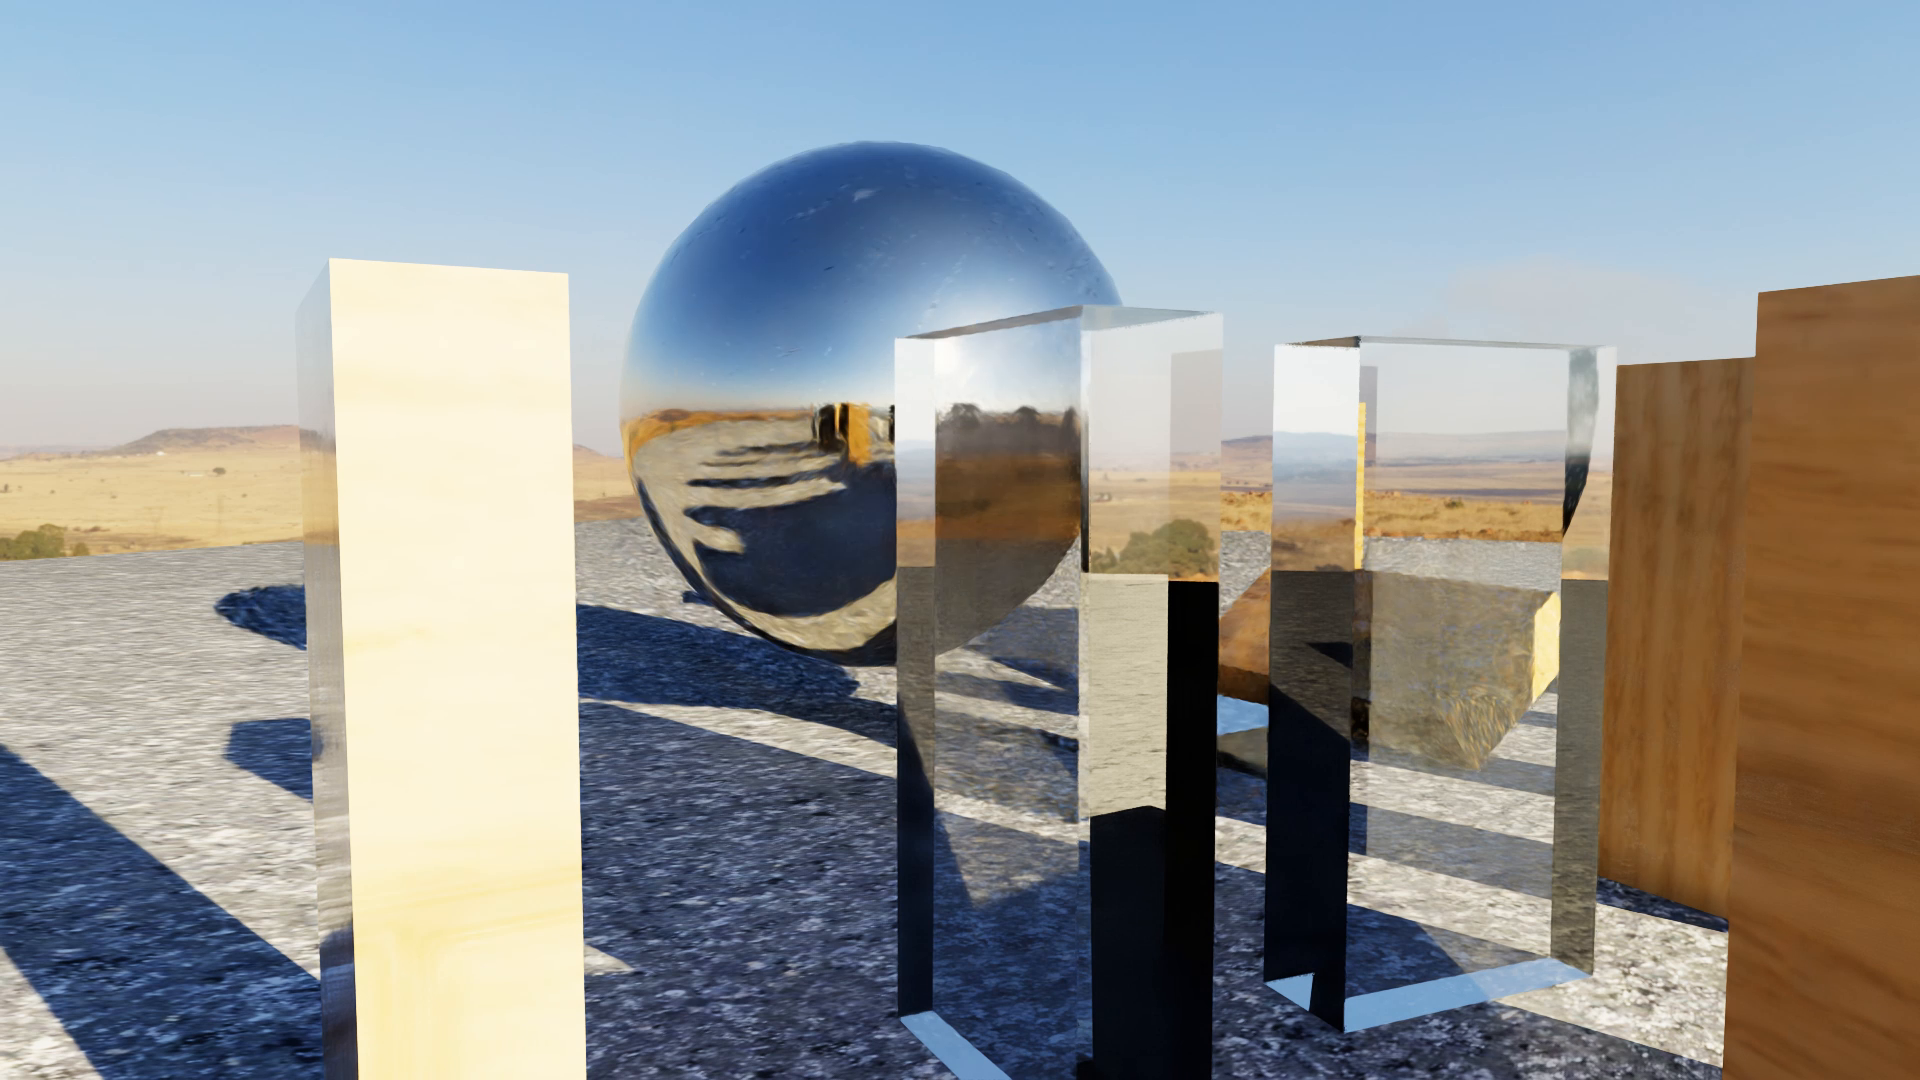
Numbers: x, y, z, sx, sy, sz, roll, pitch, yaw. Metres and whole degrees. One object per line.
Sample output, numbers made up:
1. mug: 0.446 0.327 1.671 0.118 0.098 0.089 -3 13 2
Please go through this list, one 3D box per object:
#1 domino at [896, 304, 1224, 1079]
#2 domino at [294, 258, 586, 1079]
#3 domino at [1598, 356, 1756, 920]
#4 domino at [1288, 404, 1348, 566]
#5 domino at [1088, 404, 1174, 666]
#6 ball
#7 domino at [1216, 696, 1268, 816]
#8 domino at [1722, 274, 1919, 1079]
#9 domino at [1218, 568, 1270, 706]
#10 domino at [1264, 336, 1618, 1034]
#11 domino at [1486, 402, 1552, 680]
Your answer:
1. domino: 0.005 0.011 0.084 0.010 0.050 0.025 -2 5 -26
2. domino: -0.028 0.013 0.067 0.009 0.050 0.025 -2 5 -30
3. domino: 0.072 0.009 0.117 0.009 0.050 0.025 -2 5 -26
4. domino: 0.071 -0.002 0.255 0.010 0.050 0.025 1 4 12
5. domino: 0.034 -0.002 0.256 0.009 0.050 0.025 -1 4 -10
6. ball: -0.012 -0.020 0.199 0.080 0.080 0.080 0 4 0
7. domino: 0.019 0.025 0.169 0.025 0.009 0.050 -3 5 -34
8. domino: 0.053 0.013 0.066 0.025 0.050 0.009 -2 5 -24
9. domino: 0.060 0.016 0.196 0.025 0.009 0.050 -42 21 -18
10. domino: 0.037 0.010 0.100 0.025 0.050 0.010 -2 5 -23
11. domino: 0.106 -0.001 0.243 0.009 0.050 0.025 2 5 26
